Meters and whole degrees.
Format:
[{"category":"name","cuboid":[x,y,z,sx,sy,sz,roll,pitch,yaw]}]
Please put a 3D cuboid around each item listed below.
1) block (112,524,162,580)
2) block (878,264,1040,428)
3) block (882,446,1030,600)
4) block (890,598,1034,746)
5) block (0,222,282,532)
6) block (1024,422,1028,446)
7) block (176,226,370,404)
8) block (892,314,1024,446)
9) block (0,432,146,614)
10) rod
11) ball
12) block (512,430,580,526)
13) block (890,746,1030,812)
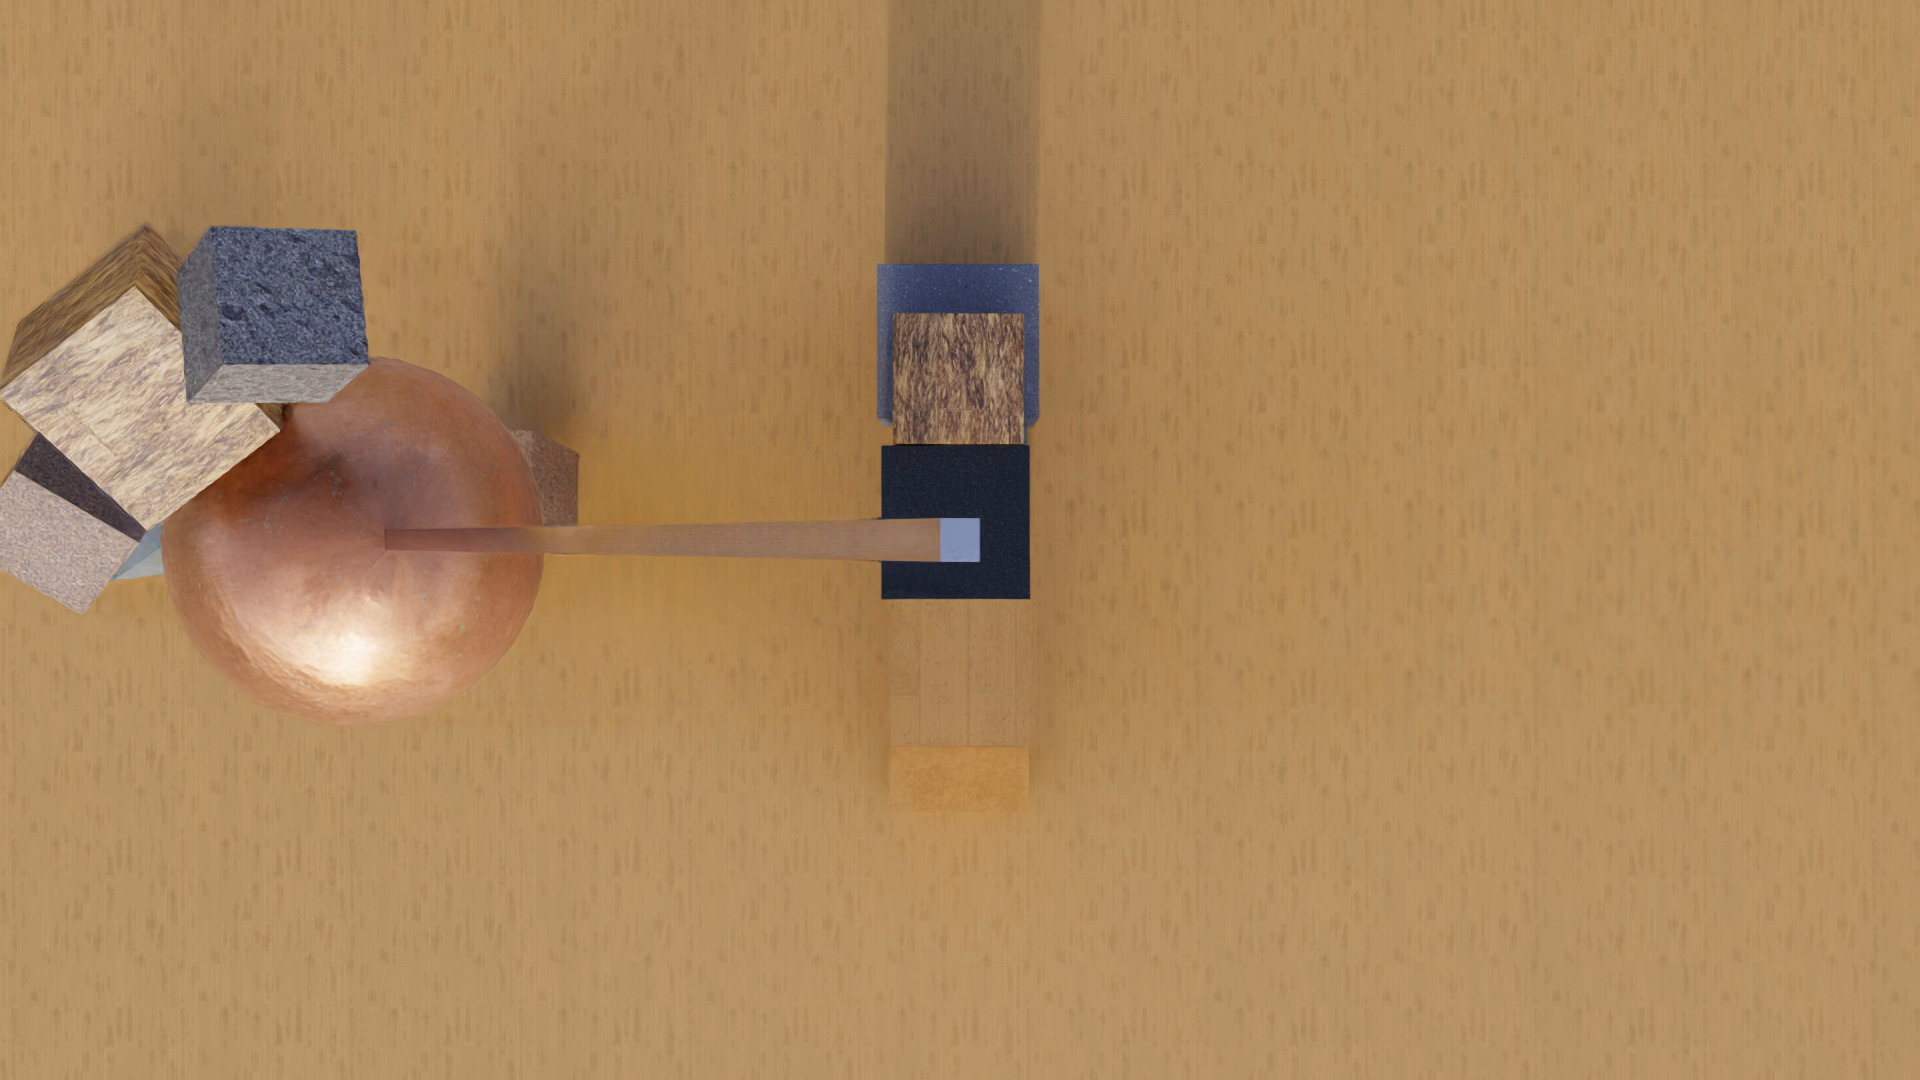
[{"category":"block","cuboid":[-4.678,-0.259,12.655,0.631,0.608,0.722,-34,89,6]},{"category":"block","cuboid":[-0.010,-1.086,12.496,0.885,1.008,0.839,0,90,0]},{"category":"block","cuboid":[-0.023,-0.081,11.880,0.775,0.809,0.803,0,88,0]},{"category":"block","cuboid":[0.012,0.718,11.797,0.751,0.728,0.761,0,85,0]},{"category":"block","cuboid":[-3.180,-0.643,8.608,0.659,0.704,0.768,-36,121,4]},{"category":"block","cuboid":[0.011,-0.322,12.648,0.727,0.704,0.672,0,90,0]},{"category":"block","cuboid":[-2.496,-0.804,7.964,0.509,0.581,0.494,-3,81,-31]},{"category":"block","cuboid":[-0.008,-0.835,11.681,0.676,0.623,0.674,0,90,0]},{"category":"block","cuboid":[-4.722,-0.212,11.753,0.706,0.729,0.711,34,126,-21]},{"category":"rod","cuboid":[-1.123,0.000,6.393,0.080,5.200,0.080,0,90,-26]},{"category":"ball","cuboid":[-2.592,0.000,9.459,1.600,1.600,1.600,0,90,0]},{"category":"block","cuboid":[-2.569,-0.263,12.591,0.547,0.593,0.573,-4,79,16]},{"category":"block","cuboid":[-0.004,1.161,12.577,0.773,0.847,0.688,0,90,0]}]
